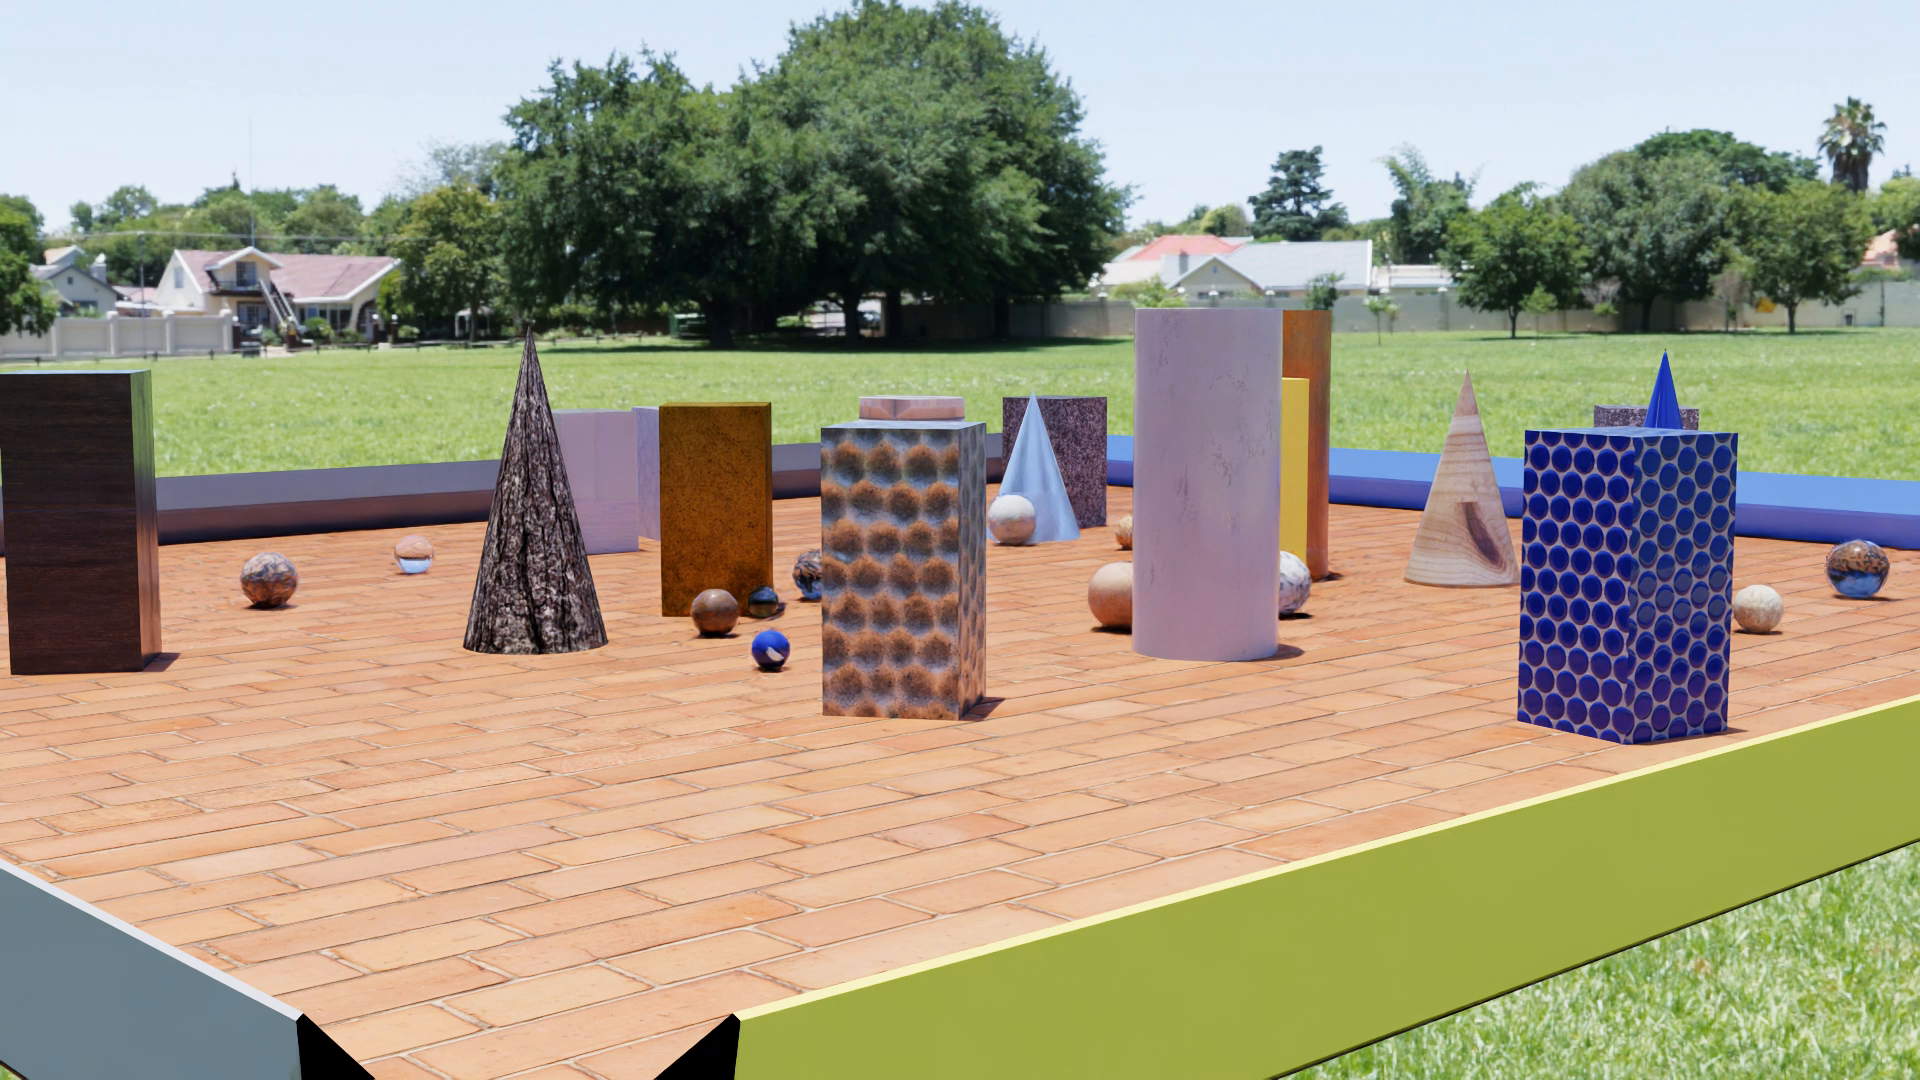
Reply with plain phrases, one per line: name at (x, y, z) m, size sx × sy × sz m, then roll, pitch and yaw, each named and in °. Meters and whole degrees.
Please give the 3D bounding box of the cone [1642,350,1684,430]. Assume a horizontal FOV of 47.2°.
cone at (0.980, -0.074, 3.076) m, size 0.190 × 0.390 × 0.190 m, roll 0°, pitch 6°, yaw 0°

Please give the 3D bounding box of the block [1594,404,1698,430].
block at (1.188, -0.095, 3.826) m, size 0.152 × 0.274 × 0.152 m, roll 1°, pitch 6°, yaw 8°

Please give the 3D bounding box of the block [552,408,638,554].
block at (-0.697, -0.109, 4.048) m, size 0.152 × 0.257 × 0.152 m, roll -4°, pitch 7°, yaw -36°

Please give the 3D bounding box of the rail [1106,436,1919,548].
rail at (1.311, -0.095, 4.535) m, size 0.045 × 0.124 × 3.303 m, roll -6°, pitch 8°, yaw -42°

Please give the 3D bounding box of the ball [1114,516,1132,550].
ball at (0.317, -0.013, 4.069) m, size 0.061 × 0.061 × 0.061 m, roll 0°, pitch 6°, yaw 0°

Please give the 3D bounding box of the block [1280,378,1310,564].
block at (0.434, -0.084, 3.428) m, size 0.152 × 0.336 × 0.152 m, roll -3°, pitch 7°, yaw -27°

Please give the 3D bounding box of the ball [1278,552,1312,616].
ball at (0.462, 0.063, 3.191) m, size 0.094 × 0.094 × 0.094 m, roll 0°, pitch 6°, yaw 0°

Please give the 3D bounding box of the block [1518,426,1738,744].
block at (0.707, 0.042, 2.336) m, size 0.152 × 0.315 × 0.152 m, roll -4°, pitch 7°, yaw -30°

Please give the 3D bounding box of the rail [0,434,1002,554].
rail at (-1.104, -0.093, 4.522) m, size 3.616 × 0.124 × 0.045 m, roll -6°, pitch 8°, yaw -42°

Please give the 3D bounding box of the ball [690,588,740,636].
ball at (-0.333, 0.098, 2.991) m, size 0.066 × 0.066 × 0.066 m, roll 0°, pitch 6°, yaw 0°

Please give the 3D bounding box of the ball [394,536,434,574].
ball at (-0.917, 0.024, 3.696) m, size 0.065 × 0.065 × 0.065 m, roll 0°, pitch 6°, yaw 0°

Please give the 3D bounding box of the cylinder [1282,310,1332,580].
cylinder at (0.518, -0.160, 3.653) m, size 0.190 × 0.441 × 0.190 m, roll 0°, pitch 6°, yaw 0°

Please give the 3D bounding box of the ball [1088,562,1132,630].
ball at (0.224, 0.077, 3.049) m, size 0.095 × 0.095 × 0.095 m, roll 0°, pitch 6°, yaw 0°

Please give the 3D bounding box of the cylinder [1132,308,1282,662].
cylinder at (0.320, -0.077, 2.851) m, size 0.190 × 0.444 × 0.190 m, roll 0°, pitch 6°, yaw 0°

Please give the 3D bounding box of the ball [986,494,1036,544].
ball at (0.098, -0.038, 4.148) m, size 0.095 × 0.095 × 0.095 m, roll 0°, pitch 6°, yaw 0°

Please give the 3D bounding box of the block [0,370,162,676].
block at (-1.096, -0.027, 2.747) m, size 0.152 × 0.366 × 0.152 m, roll -1°, pitch 6°, yaw -11°

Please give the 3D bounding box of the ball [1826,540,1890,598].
ball at (1.382, 0.044, 3.385) m, size 0.090 × 0.090 × 0.090 m, roll 0°, pitch 6°, yaw 0°

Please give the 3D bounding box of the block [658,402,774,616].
block at (-0.358, -0.049, 3.250) m, size 0.152 × 0.304 × 0.152 m, roll 0°, pitch 6°, yaw -1°

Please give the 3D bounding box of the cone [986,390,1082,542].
cone at (0.142, -0.149, 4.279) m, size 0.190 × 0.288 × 0.190 m, roll 0°, pitch 6°, yaw 0°

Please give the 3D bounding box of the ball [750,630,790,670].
ball at (-0.234, 0.135, 2.719) m, size 0.049 × 0.049 × 0.049 m, roll 0°, pitch 6°, yaw 0°

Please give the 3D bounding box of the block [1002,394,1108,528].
block at (0.194, -0.162, 4.514) m, size 0.152 × 0.263 × 0.152 m, roll 5°, pitch 8°, yaw 41°

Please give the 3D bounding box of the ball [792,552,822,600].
ball at (-0.219, 0.054, 3.366) m, size 0.075 × 0.075 × 0.075 m, roll 0°, pitch 6°, yaw 0°

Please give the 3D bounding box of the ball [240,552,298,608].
ball at (-1.030, 0.059, 3.279) m, size 0.083 × 0.083 × 0.083 m, roll 0°, pitch 6°, yaw 0°

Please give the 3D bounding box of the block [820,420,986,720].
block at (-0.060, 0.029, 2.453) m, size 0.152 × 0.316 × 0.152 m, roll 1°, pitch 6°, yaw 12°

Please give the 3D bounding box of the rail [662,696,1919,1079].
rail at (1.104, 0.158, 2.143) m, size 3.616 × 0.124 × 0.045 m, roll -6°, pitch 8°, yaw -42°

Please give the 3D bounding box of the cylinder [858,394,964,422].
cylinder at (-0.086, -0.114, 3.954) m, size 0.190 × 0.286 × 0.190 m, roll 0°, pitch 6°, yaw 0°

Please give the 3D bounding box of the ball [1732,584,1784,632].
ball at (1.099, 0.094, 3.027) m, size 0.066 × 0.066 × 0.066 m, roll 0°, pitch 6°, yaw 0°

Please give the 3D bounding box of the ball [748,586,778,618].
ball at (-0.284, 0.090, 3.166) m, size 0.046 × 0.046 × 0.046 m, roll 0°, pitch 6°, yaw 0°

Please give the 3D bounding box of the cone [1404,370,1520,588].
cone at (0.821, -0.105, 3.575) m, size 0.190 × 0.349 × 0.190 m, roll 0°, pitch 6°, yaw 0°

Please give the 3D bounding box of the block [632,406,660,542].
block at (-0.541, -0.133, 4.291) m, size 0.152 × 0.252 × 0.152 m, roll -3°, pitch 7°, yaw -28°

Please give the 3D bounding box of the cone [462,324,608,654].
cone at (-0.564, -0.074, 2.904) m, size 0.190 × 0.426 × 0.190 m, roll 0°, pitch 6°, yaw 0°

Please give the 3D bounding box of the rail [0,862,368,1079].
rail at (-1.311, 0.159, 2.129) m, size 0.045 × 0.124 × 3.303 m, roll -6°, pitch 8°, yaw -42°
